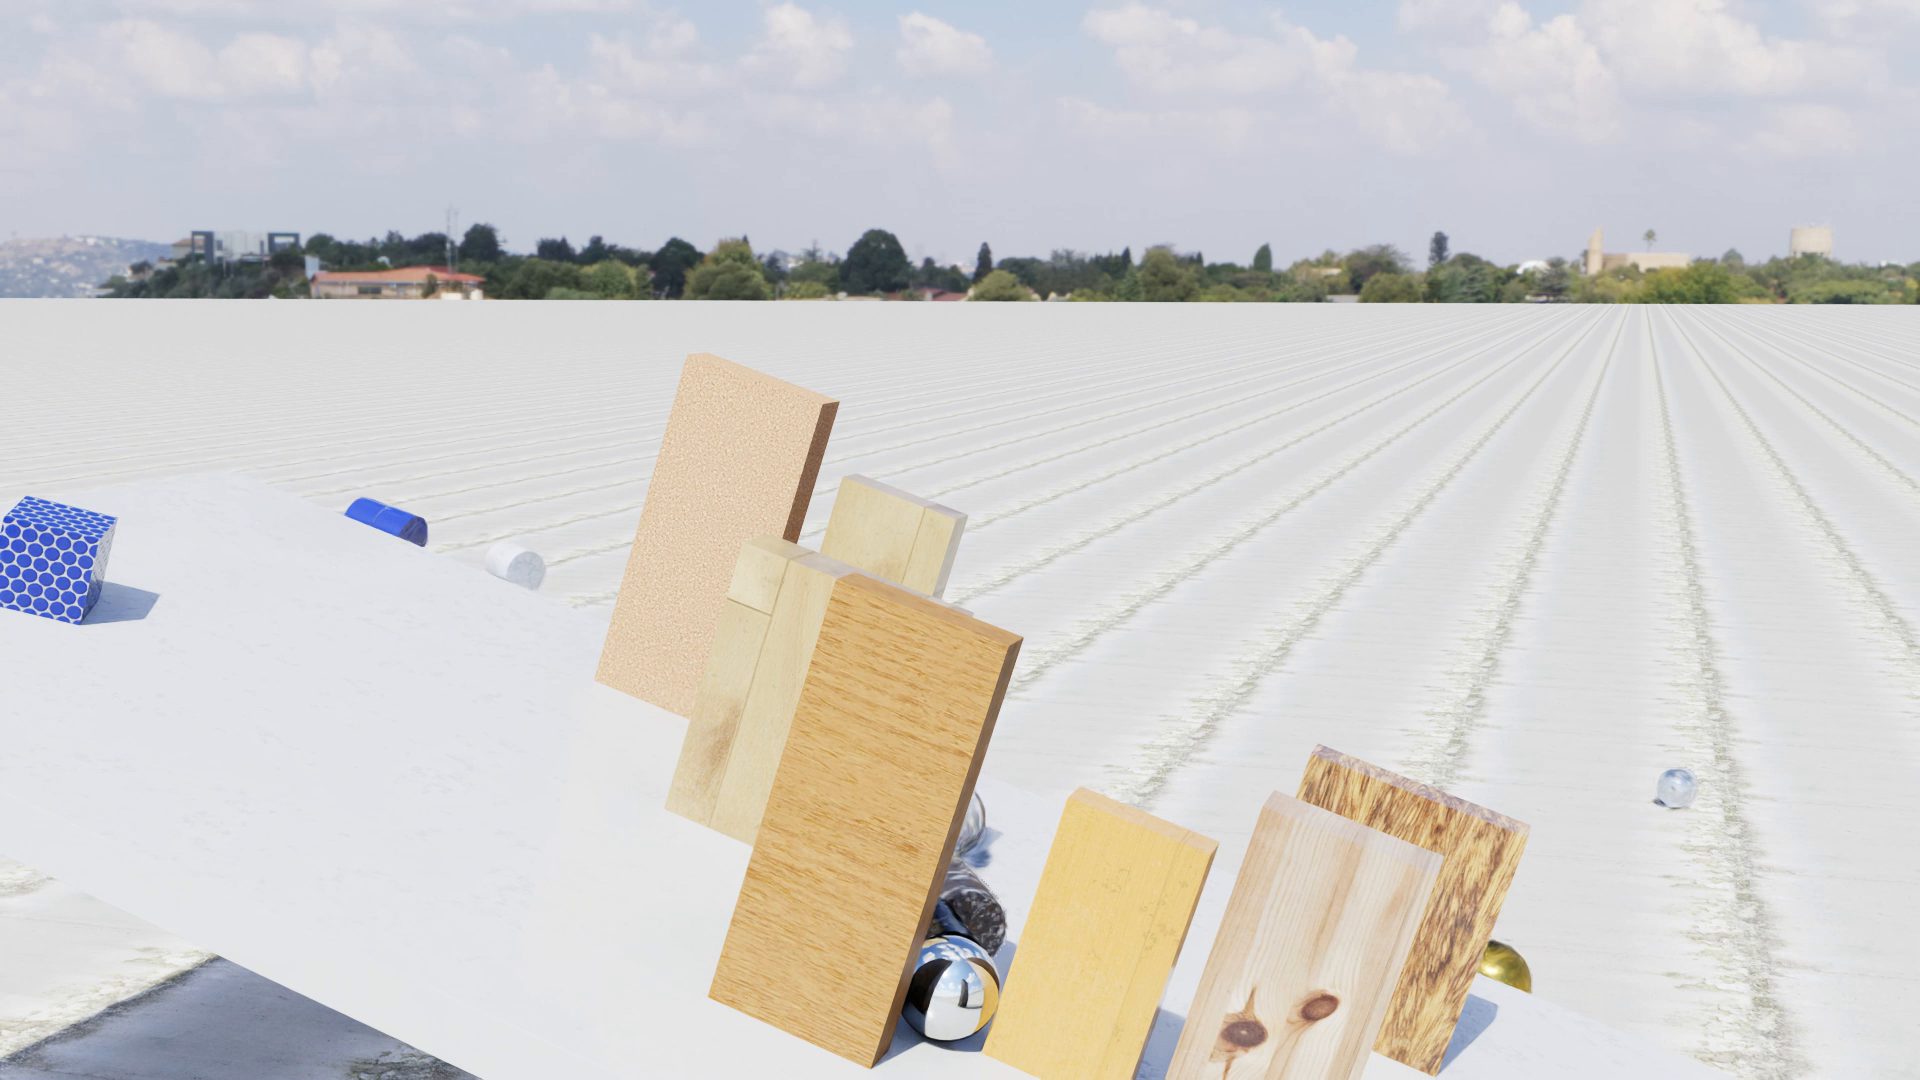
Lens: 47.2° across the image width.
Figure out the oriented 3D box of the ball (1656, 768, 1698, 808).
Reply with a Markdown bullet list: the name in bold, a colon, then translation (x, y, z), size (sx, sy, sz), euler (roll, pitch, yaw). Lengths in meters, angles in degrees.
- **ball**: translation (2.494, 0.863, 7.648), size (0.137, 0.137, 0.137), euler (0, 7, 0)

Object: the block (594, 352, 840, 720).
- **block**: translation (-0.540, 0.006, 4.854), size (0.328, 0.768, 0.109), euler (21, 12, 14)

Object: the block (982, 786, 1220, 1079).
- **block**: translation (0.231, 0.677, 3.640), size (0.248, 0.471, 0.084), euler (21, 12, 14)

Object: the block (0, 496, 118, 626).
- **block**: translation (-1.788, 0.039, 4.333), size (0.178, 0.178, 0.178), euler (15, 12, -13)

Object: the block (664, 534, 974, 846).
- **block**: translation (-0.276, 0.333, 4.255), size (0.441, 0.560, 0.135), euler (21, 12, 14)

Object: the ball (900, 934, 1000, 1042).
- **ball**: translation (-0.021, 0.748, 3.671), size (0.176, 0.176, 0.176), euler (0, 7, 0)

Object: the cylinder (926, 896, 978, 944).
- **cylinder**: translation (-0.049, 0.717, 3.843), size (0.147, 0.147, 0.147), euler (-2, 18, -20)

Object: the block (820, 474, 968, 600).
- **block**: translation (-0.209, 0.183, 4.937), size (0.277, 0.601, 0.093), euler (21, 12, 14)

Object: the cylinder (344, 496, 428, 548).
- **cylinder**: translation (-1.489, -0.009, 5.672), size (0.163, 0.163, 0.163), euler (19, 12, 15)

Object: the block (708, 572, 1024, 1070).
- **block**: translation (-0.155, 0.446, 3.497), size (0.294, 0.729, 0.088), euler (21, 12, 14)

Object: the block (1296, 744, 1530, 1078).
- **block**: translation (0.802, 0.710, 4.237), size (0.427, 0.504, 0.100), euler (21, 12, 14)

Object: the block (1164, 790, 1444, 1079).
- **block**: translation (0.428, 0.732, 3.062), size (0.246, 0.720, 0.102), euler (21, 12, 14)

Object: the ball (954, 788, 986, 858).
- **ball**: translation (-0.035, 0.566, 4.482), size (0.176, 0.176, 0.176), euler (0, 7, 0)

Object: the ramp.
- **ramp**: translation (-0.355, 0.668, 4.224), size (4.000, 0.100, 2.000), euler (21, 12, 14)

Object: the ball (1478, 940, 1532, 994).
- **ball**: translation (1.311, 1.093, 5.444), size (0.205, 0.205, 0.205), euler (0, 7, 0)

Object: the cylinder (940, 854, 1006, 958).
- **cylinder**: translation (-0.020, 0.680, 4.018), size (0.162, 0.162, 0.162), euler (-3, 19, -21)
